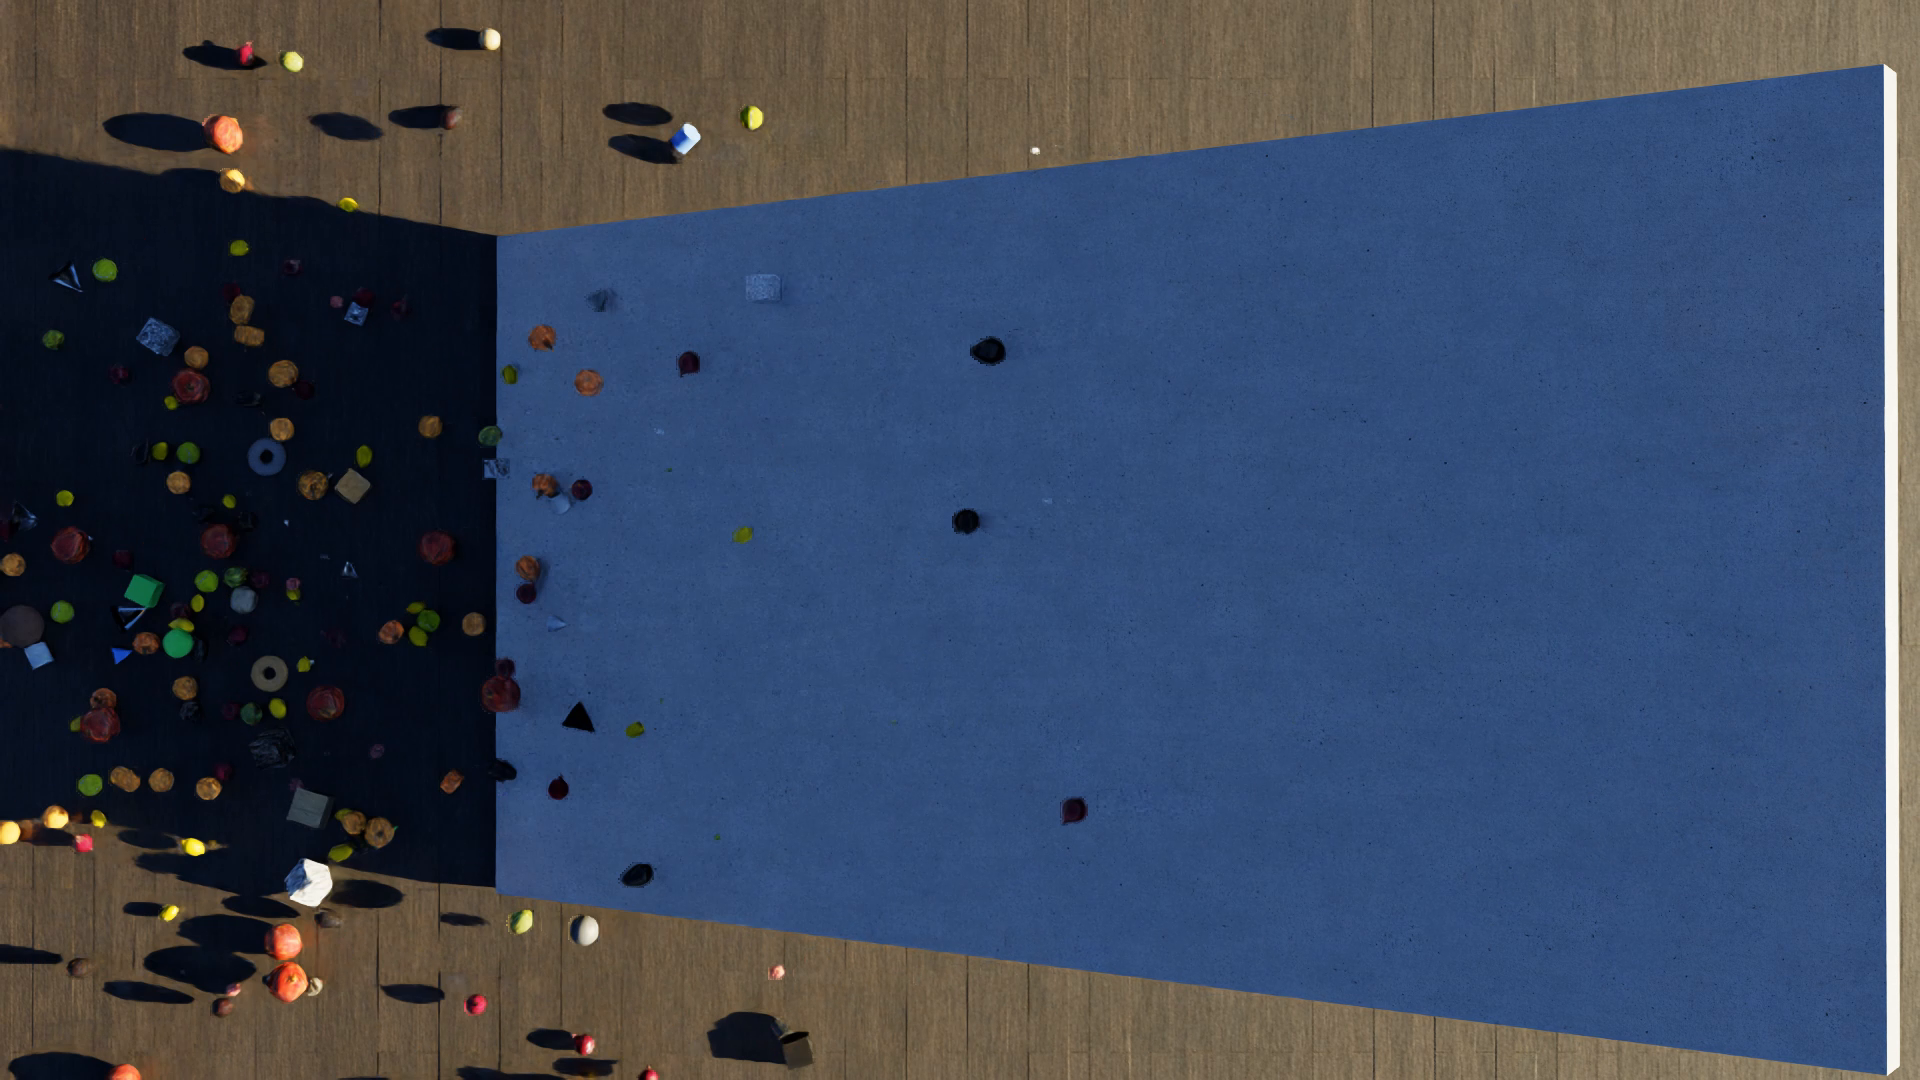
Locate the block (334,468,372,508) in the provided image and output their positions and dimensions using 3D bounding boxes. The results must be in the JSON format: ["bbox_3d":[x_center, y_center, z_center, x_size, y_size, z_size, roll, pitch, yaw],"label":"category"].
[{"bbox_3d":[-1.846,-0.159,6.684,0.080,0.080,0.080,38,75,-8],"label":"block"}]

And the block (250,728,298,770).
[{"bbox_3d":[-2.090,0.635,6.700,0.089,0.089,0.089,-6,115,16],"label":"block"}]

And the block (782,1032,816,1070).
[{"bbox_3d":[-0.493,1.564,6.722,0.080,0.080,0.080,-16,90,0],"label":"block"}]

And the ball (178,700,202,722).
[{"bbox_3d":[-2.357,0.524,6.735,0.070,0.070,0.070,0,90,0],"label":"ball"}]

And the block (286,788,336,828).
[{"bbox_3d":[-1.979,0.817,6.713,0.099,0.099,0.099,17,84,0],"label":"block"}]

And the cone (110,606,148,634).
[{"bbox_3d":[-2.542,0.229,6.750,0.095,0.095,0.095,-24,90,-27],"label":"cone"}]

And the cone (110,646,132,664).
[{"bbox_3d":[-2.570,0.348,6.758,0.060,0.060,0.060,-17,90,-27],"label":"cone"}]

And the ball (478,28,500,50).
[{"bbox_3d":[-1.445,-1.536,6.751,0.068,0.068,0.068,0,90,0],"label":"ball"}]

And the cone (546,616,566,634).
[{"bbox_3d":[-1.188,0.247,6.514,0.054,0.054,0.054,-9,90,29],"label":"cone"}]

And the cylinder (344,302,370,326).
[{"bbox_3d":[-1.850,-0.693,6.748,0.061,0.061,0.061,22,90,0],"label":"cylinder"}]

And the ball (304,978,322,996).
[{"bbox_3d":[-1.983,1.367,6.736,0.055,0.055,0.055,0,90,0],"label":"ball"}]

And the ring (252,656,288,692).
[{"bbox_3d":[-2.119,0.410,6.752,0.114,0.038,0.114,0,91,0],"label":"ring"}]

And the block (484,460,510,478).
[{"bbox_3d":[-1.401,-0.215,6.653,0.055,0.055,0.055,0,90,36],"label":"block"}]

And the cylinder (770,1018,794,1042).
[{"bbox_3d":[-0.546,1.498,6.726,0.053,0.053,0.053,-43,59,0],"label":"cylinder"}]

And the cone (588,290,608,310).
[{"bbox_3d":[-1.041,-0.708,6.387,0.059,0.059,0.059,-39,90,32],"label":"cone"}]

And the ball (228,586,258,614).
[{"bbox_3d":[-2.193,0.184,6.729,0.086,0.086,0.086,0,90,0],"label":"ball"}]

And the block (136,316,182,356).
[{"bbox_3d":[-2.454,-0.623,6.737,0.082,0.082,0.082,33,90,0],"label":"block"}]

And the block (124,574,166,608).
[{"bbox_3d":[-2.496,0.155,6.734,0.077,0.077,0.077,25,90,0],"label":"block"}]

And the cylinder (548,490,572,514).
[{"bbox_3d":[-1.179,-0.111,6.475,0.053,0.053,0.053,-25,106,0],"label":"cylinder"}]

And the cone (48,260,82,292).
[{"bbox_3d":[-2.732,-0.797,6.758,0.094,0.094,0.094,-38,117,0],"label":"cone"}]

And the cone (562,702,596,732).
[{"bbox_3d":[-1.102,0.536,6.440,0.090,0.090,0.090,37,90,1],"label":"cone"}]

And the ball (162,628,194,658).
[{"bbox_3d":[-2.351,0.310,6.614,0.089,0.089,0.089,0,90,0],"label":"ball"}]

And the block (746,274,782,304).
[{"bbox_3d":[-0.537,-0.689,6.024,0.069,0.069,0.069,-2,88,36],"label":"block"}]

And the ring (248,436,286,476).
[{"bbox_3d":[-2.129,-0.257,6.756,0.120,0.040,0.120,0,91,-1],"label":"ring"}]

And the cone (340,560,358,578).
[{"bbox_3d":[-1.870,0.087,6.731,0.052,0.052,0.052,-4,82,0],"label":"cone"}]

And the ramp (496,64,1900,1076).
[{"bbox_3d":[0.239,0.066,5.561,4.000,0.100,2.000,0,89,36],"label":"ramp"}]

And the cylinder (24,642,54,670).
[{"bbox_3d":[-2.821,0.353,6.736,0.066,0.066,0.066,-25,93,0],"label":"cylinder"}]

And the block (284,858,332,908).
[{"bbox_3d":[-1.981,1.042,6.690,0.093,0.093,0.093,31,106,-39],"label":"block"}]

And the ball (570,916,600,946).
[{"bbox_3d":[-1.114,1.158,6.519,0.087,0.087,0.087,0,90,0],"label":"ball"}]

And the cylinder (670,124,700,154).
[{"bbox_3d":[-0.801,-1.171,6.417,0.060,0.060,0.060,-35,90,33],"label":"cylinder"}]
